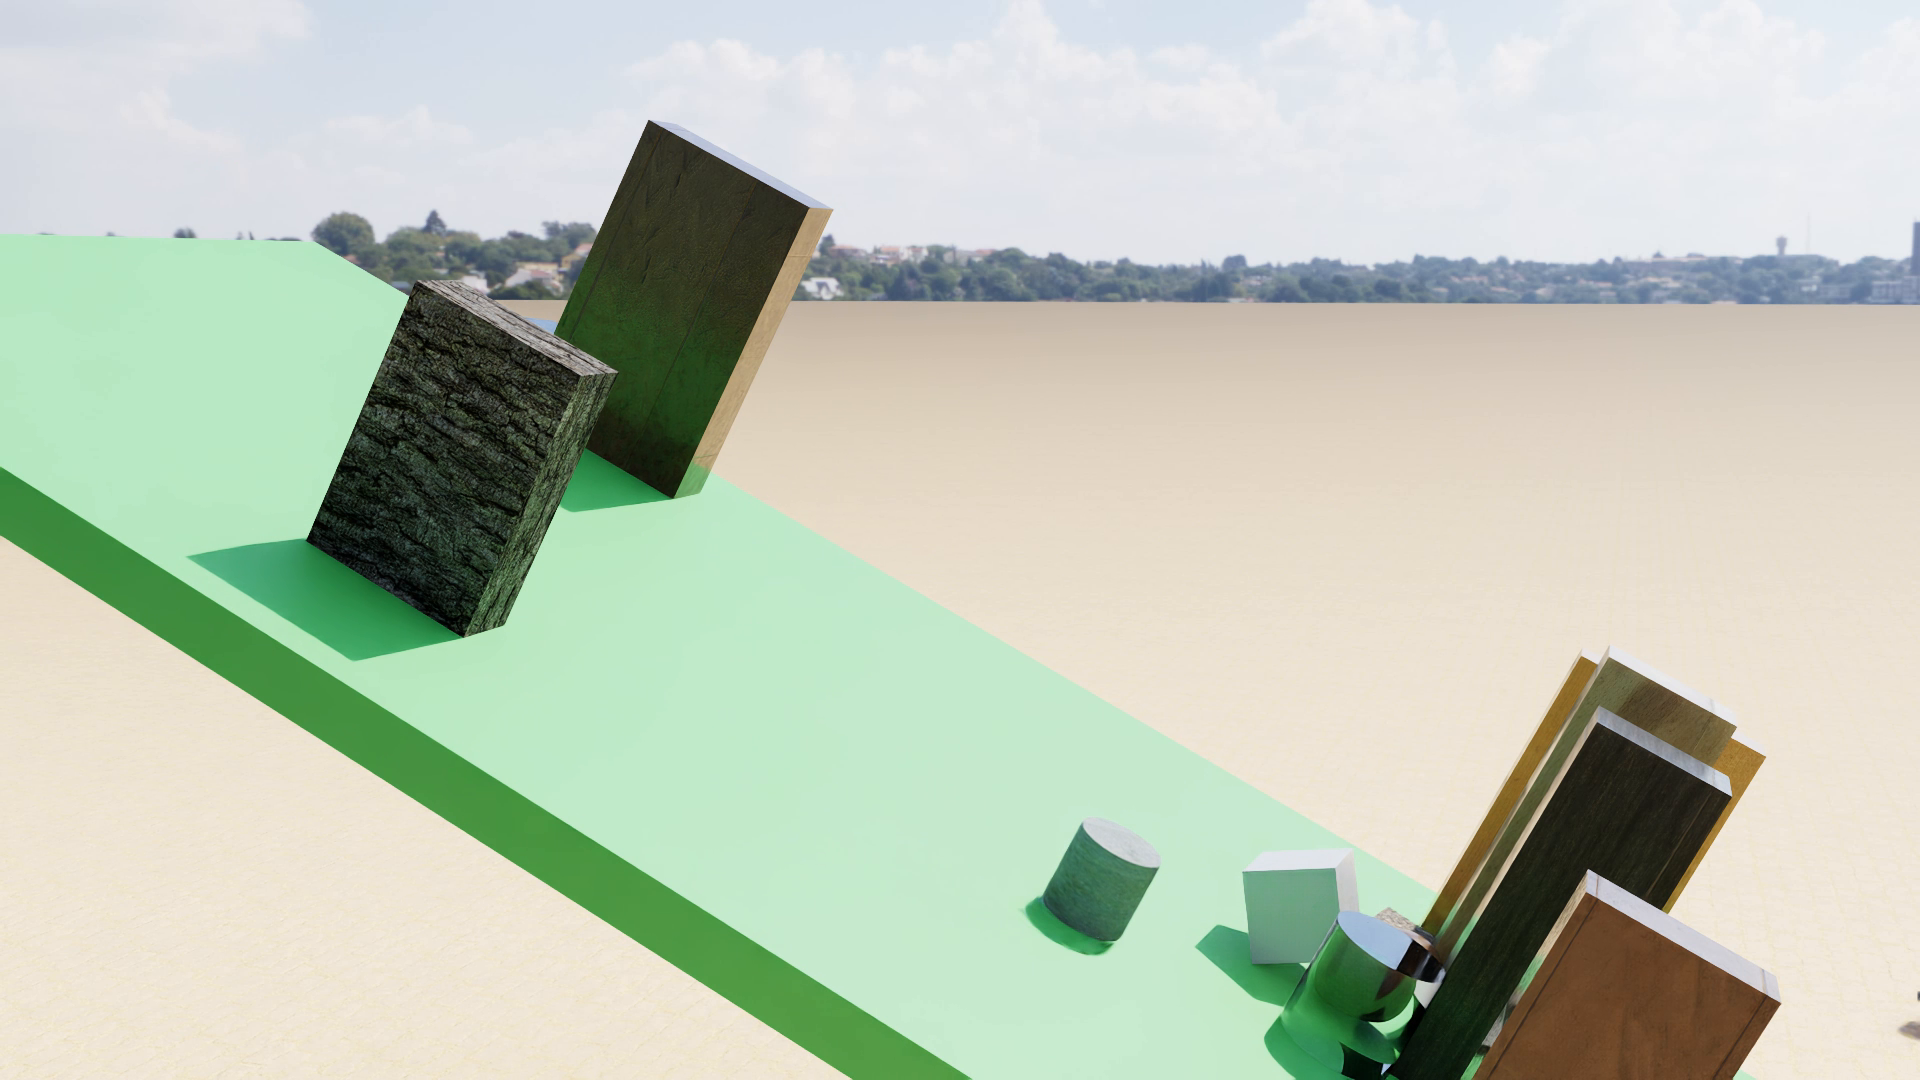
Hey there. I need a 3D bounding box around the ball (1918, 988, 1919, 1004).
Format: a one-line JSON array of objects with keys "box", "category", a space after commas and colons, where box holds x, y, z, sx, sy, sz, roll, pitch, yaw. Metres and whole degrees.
[{"box": [2.437, 1.128, 5.416, 0.143, 0.143, 0.143, 0, 7, 0], "category": "ball"}]

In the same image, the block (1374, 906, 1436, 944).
[{"box": [0.823, 0.784, 4.192, 0.109, 0.109, 0.109, 32, 15, 21], "category": "block"}]

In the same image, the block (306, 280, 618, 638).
[{"box": [-0.838, -0.139, 3.694, 0.332, 0.493, 0.139, 30, 14, 12], "category": "block"}]

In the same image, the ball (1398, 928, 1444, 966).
[{"box": [0.789, 0.789, 3.977, 0.173, 0.173, 0.173, 0, 7, 0], "category": "ball"}]

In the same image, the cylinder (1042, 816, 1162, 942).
[{"box": [0.244, 0.581, 3.775, 0.153, 0.153, 0.153, 25, 14, -7], "category": "cylinder"}]

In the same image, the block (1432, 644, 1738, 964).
[{"box": [1.101, 0.592, 4.014, 0.246, 0.772, 0.143, 30, 14, 12], "category": "block"}]

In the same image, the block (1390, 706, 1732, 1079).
[{"box": [1.015, 0.657, 3.743, 0.241, 0.712, 0.148, 30, 14, 12], "category": "block"}]

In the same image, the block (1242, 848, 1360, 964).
[{"box": [0.624, 0.664, 3.998, 0.169, 0.169, 0.169, -5, 3, 21], "category": "block"}]

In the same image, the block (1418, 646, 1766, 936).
[{"box": [1.219, 0.611, 4.316, 0.385, 0.697, 0.105, 30, 14, 12], "category": "block"}]

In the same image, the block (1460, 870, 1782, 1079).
[{"box": [0.868, 0.812, 3.125, 0.290, 0.612, 0.120, 30, 14, 12], "category": "block"}]

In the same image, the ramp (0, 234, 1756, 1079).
[{"box": [-0.230, 0.384, 4.152, 4.000, 0.100, 2.000, 30, 14, 12], "category": "ramp"}]

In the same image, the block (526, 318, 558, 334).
[{"box": [-0.977, -0.417, 5.157, 0.152, 0.152, 0.152, 33, 15, 24], "category": "block"}]

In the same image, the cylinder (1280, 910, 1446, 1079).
[{"box": [0.688, 0.780, 3.758, 0.207, 0.207, 0.207, 25, 14, -7], "category": "cylinder"}]

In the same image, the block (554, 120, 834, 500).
[{"box": [-0.640, -0.515, 4.935, 0.423, 0.722, 0.148, 30, 14, 12], "category": "block"}]
